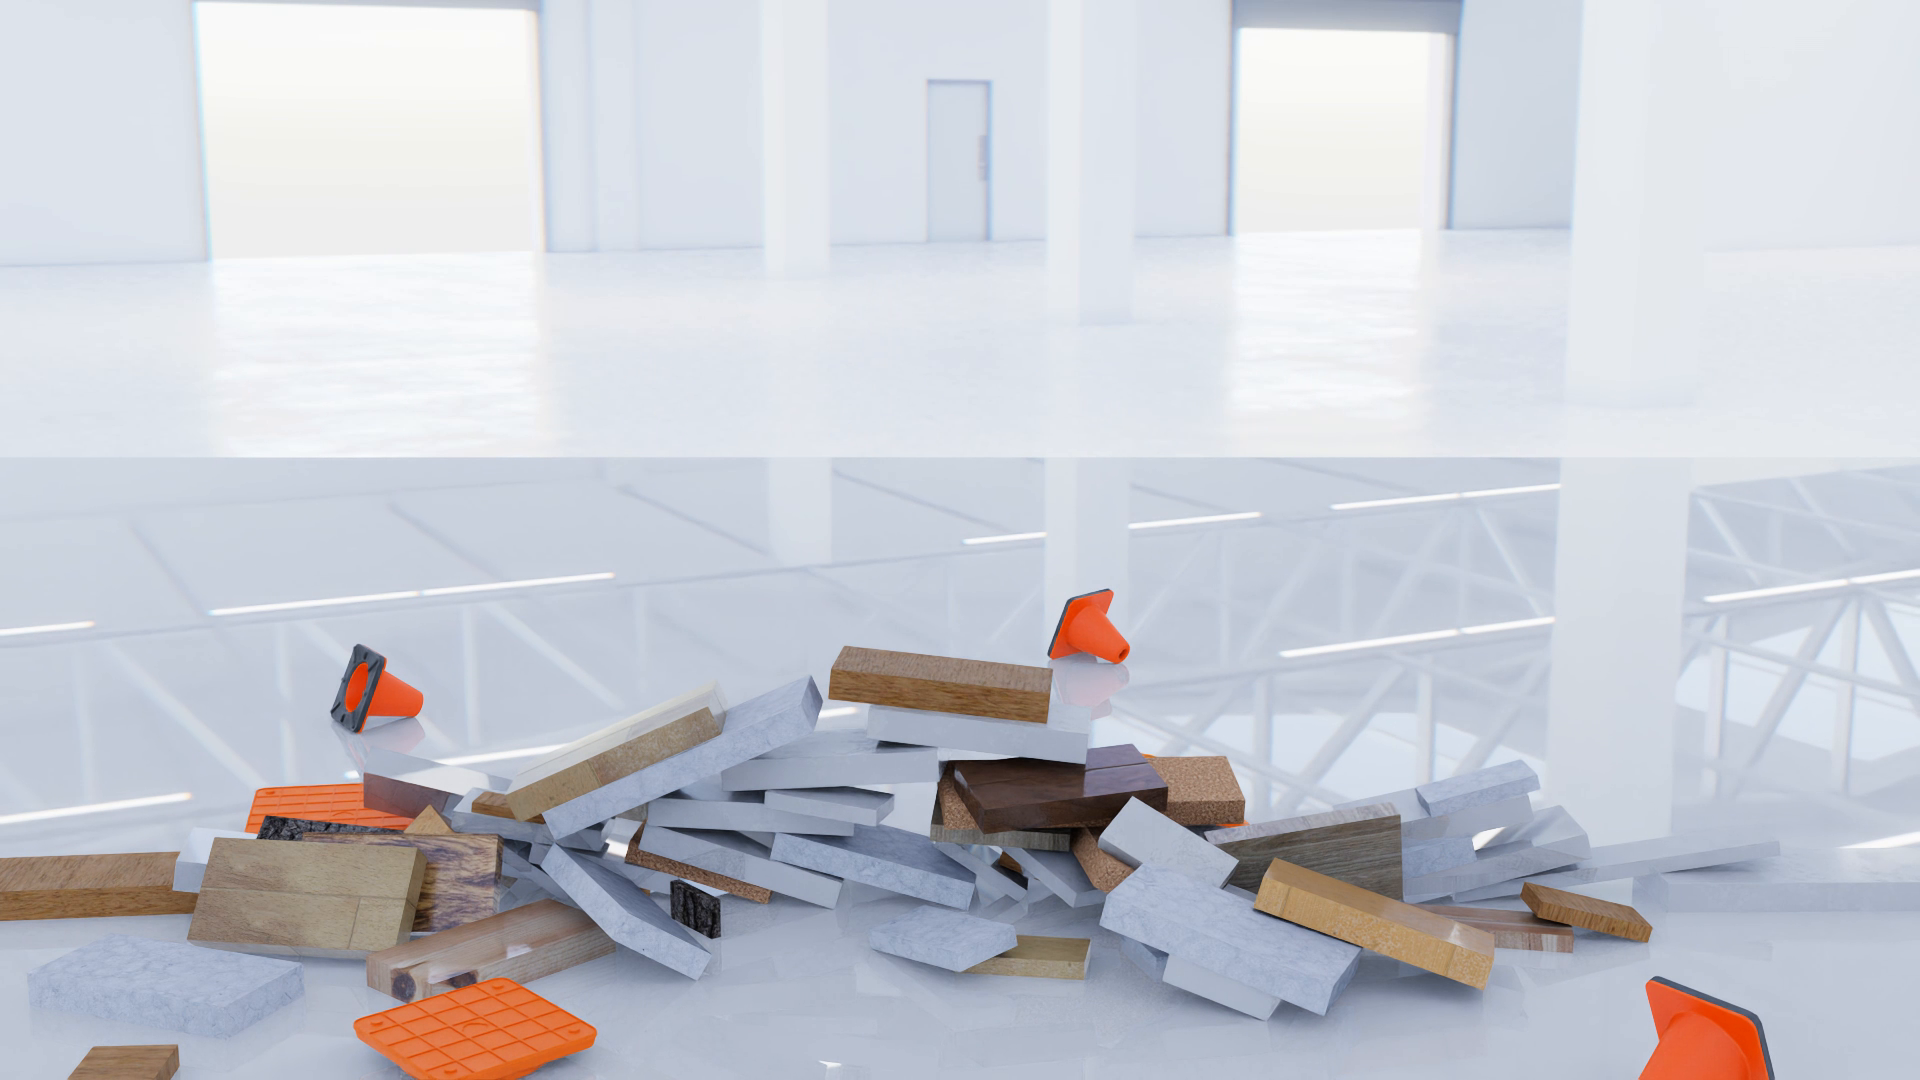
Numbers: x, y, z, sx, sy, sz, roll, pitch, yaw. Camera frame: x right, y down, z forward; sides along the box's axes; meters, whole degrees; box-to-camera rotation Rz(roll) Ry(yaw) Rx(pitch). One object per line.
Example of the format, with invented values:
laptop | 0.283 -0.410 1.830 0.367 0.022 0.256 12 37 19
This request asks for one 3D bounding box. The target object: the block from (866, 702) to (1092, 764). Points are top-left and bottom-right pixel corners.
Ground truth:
block | 0.035 0.301 3.619 0.355 0.050 0.178 6 10 4

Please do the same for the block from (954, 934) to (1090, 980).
block | 0.097 0.634 3.355 0.196 0.028 0.098 2 11 9

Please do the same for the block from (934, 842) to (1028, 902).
block | 0.036 0.532 3.663 0.171 0.024 0.086 34 11 -3

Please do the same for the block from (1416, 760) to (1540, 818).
block | 0.852 0.409 3.623 0.184 0.026 0.092 -15 10 1

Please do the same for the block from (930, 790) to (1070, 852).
block | 0.069 0.458 3.610 0.226 0.032 0.113 4 26 4

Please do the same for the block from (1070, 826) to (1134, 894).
block | 0.255 0.510 3.640 0.161 0.046 0.510 28 5 -11

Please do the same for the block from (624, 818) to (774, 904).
block | -0.426 0.536 3.676 0.247 0.035 0.123 17 11 1

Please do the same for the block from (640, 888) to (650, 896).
block | -0.571 0.569 3.641 0.106 0.015 0.053 8 21 -32

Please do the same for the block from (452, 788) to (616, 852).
block | -0.707 0.463 3.657 0.247 0.035 0.123 8 12 1

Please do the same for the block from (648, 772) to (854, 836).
block | -0.344 0.433 3.654 0.335 0.047 0.167 4 11 -4

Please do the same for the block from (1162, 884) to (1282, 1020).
block | 0.431 0.615 3.307 0.161 0.046 0.321 18 16 18

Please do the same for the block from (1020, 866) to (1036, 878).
block | 0.183 0.541 3.638 0.171 0.024 0.086 14 18 -13

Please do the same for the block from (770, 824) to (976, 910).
block | -0.138 0.524 3.667 0.335 0.047 0.167 15 12 1

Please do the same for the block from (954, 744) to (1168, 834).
block | 0.161 0.398 3.538 0.309 0.044 0.154 -5 23 -17

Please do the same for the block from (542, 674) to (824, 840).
block | -0.448 0.352 3.581 0.456 0.050 0.178 -23 10 6

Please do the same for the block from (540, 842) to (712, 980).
block | -0.524 0.574 3.419 0.155 0.044 0.370 33 -6 -28

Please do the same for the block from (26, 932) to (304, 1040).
block | -1.159 0.649 3.214 0.350 0.050 0.175 4 11 21

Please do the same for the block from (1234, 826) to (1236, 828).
block | 0.484 0.501 3.643 0.154 0.022 0.077 -5 20 2

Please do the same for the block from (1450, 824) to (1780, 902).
block | 1.081 0.538 3.664 0.539 0.026 0.092 -8 11 1

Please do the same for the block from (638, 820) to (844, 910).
block | -0.354 0.515 3.668 0.335 0.047 0.167 17 12 -1

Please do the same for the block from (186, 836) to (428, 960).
block | -1.011 0.556 3.411 0.336 0.168 0.048 2 -28 9

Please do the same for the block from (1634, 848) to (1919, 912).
block | 1.607 0.565 3.669 0.914 0.049 0.175 0 11 -1

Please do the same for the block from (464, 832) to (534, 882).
block | -0.755 0.529 3.670 0.079 0.022 0.158 43 10 36

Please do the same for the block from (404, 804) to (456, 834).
block | -0.872 0.482 3.617 0.062 0.017 0.123 -47 29 -10

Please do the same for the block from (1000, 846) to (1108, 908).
block | 0.113 0.495 3.624 0.095 0.027 0.377 -3 24 -36

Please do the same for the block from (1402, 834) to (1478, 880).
block | 0.687 0.529 3.665 0.311 0.044 0.156 -15 10 2

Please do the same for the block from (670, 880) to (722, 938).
block | -0.422 0.588 3.509 0.017 0.062 0.123 -8 13 -38

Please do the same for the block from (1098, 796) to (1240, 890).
block | 0.324 0.489 3.427 0.196 0.028 0.098 30 51 19

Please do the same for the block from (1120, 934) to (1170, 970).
block | 0.309 0.628 3.409 0.071 0.020 0.142 -3 11 -17

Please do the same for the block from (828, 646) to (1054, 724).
block | -0.028 0.238 3.647 0.357 0.051 0.179 6 10 3

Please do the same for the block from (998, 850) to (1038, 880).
block | 0.155 0.549 3.677 0.171 0.024 0.085 21 14 9

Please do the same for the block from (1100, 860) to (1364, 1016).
block | 0.399 0.580 3.227 0.349 0.049 0.175 19 16 20

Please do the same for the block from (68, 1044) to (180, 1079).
block | -1.111 0.721 2.874 0.113 0.032 0.226 -1 11 -3

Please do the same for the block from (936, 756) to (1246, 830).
block | 0.212 0.414 3.620 0.489 0.044 0.154 0 22 -6

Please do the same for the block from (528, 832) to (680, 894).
block | -0.588 0.528 3.674 0.247 0.035 0.123 14 11 -6

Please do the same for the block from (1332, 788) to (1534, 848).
block | 0.785 0.455 3.668 0.311 0.044 0.156 -14 10 8

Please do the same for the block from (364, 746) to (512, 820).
block | -0.857 0.450 3.801 0.336 0.048 0.168 14 -30 -7

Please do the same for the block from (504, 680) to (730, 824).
block | -0.556 0.342 3.592 0.357 0.051 0.179 -24 10 3

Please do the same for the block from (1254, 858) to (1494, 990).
block | 0.624 0.573 3.305 0.349 0.049 0.175 18 5 13

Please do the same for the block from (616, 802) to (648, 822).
block | -0.521 0.464 4.210 0.179 0.051 0.357 6 12 28

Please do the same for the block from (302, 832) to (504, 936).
block | -0.887 0.545 3.481 0.310 0.155 0.044 0 -17 1

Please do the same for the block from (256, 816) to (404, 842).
block | -0.993 0.514 3.614 0.311 0.044 0.155 8 9 -12

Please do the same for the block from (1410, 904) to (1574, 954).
block | 0.792 0.611 3.481 0.339 0.028 0.098 2 11 12

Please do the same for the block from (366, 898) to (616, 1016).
block | -0.708 0.628 3.336 0.168 0.048 0.336 9 14 41

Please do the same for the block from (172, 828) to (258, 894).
block | -1.096 0.543 3.621 0.350 0.050 0.175 8 9 -12

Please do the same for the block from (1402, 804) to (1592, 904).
block | 0.876 0.524 3.667 0.311 0.044 0.156 -15 10 2

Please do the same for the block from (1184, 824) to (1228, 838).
block | 0.378 0.489 3.630 0.162 0.020 0.071 8 24 24

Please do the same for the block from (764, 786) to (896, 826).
block | -0.211 0.423 3.566 0.190 0.027 0.095 8 12 15

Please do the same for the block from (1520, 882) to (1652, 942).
block | 0.990 0.589 3.481 0.184 0.026 0.092 14 10 -5

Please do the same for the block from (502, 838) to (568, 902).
block | -0.710 0.536 3.656 0.158 0.022 0.079 35 8 -7

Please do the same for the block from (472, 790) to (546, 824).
block | -0.734 0.440 3.620 0.123 0.017 0.062 9 12 6

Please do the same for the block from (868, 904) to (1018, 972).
block | -0.028 0.607 3.362 0.113 0.032 0.226 -17 11 -36

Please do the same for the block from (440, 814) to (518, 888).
block | -0.816 0.519 3.684 0.158 0.022 0.079 40 1 -29

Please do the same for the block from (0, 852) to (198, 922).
block | -1.657 0.576 3.610 0.885 0.050 0.175 -1 11 -7

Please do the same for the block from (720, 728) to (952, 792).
block | -0.201 0.358 3.628 0.355 0.050 0.178 -3 9 7

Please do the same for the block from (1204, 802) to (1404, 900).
block | 0.549 0.520 3.509 0.309 0.154 0.044 -8 21 -6
